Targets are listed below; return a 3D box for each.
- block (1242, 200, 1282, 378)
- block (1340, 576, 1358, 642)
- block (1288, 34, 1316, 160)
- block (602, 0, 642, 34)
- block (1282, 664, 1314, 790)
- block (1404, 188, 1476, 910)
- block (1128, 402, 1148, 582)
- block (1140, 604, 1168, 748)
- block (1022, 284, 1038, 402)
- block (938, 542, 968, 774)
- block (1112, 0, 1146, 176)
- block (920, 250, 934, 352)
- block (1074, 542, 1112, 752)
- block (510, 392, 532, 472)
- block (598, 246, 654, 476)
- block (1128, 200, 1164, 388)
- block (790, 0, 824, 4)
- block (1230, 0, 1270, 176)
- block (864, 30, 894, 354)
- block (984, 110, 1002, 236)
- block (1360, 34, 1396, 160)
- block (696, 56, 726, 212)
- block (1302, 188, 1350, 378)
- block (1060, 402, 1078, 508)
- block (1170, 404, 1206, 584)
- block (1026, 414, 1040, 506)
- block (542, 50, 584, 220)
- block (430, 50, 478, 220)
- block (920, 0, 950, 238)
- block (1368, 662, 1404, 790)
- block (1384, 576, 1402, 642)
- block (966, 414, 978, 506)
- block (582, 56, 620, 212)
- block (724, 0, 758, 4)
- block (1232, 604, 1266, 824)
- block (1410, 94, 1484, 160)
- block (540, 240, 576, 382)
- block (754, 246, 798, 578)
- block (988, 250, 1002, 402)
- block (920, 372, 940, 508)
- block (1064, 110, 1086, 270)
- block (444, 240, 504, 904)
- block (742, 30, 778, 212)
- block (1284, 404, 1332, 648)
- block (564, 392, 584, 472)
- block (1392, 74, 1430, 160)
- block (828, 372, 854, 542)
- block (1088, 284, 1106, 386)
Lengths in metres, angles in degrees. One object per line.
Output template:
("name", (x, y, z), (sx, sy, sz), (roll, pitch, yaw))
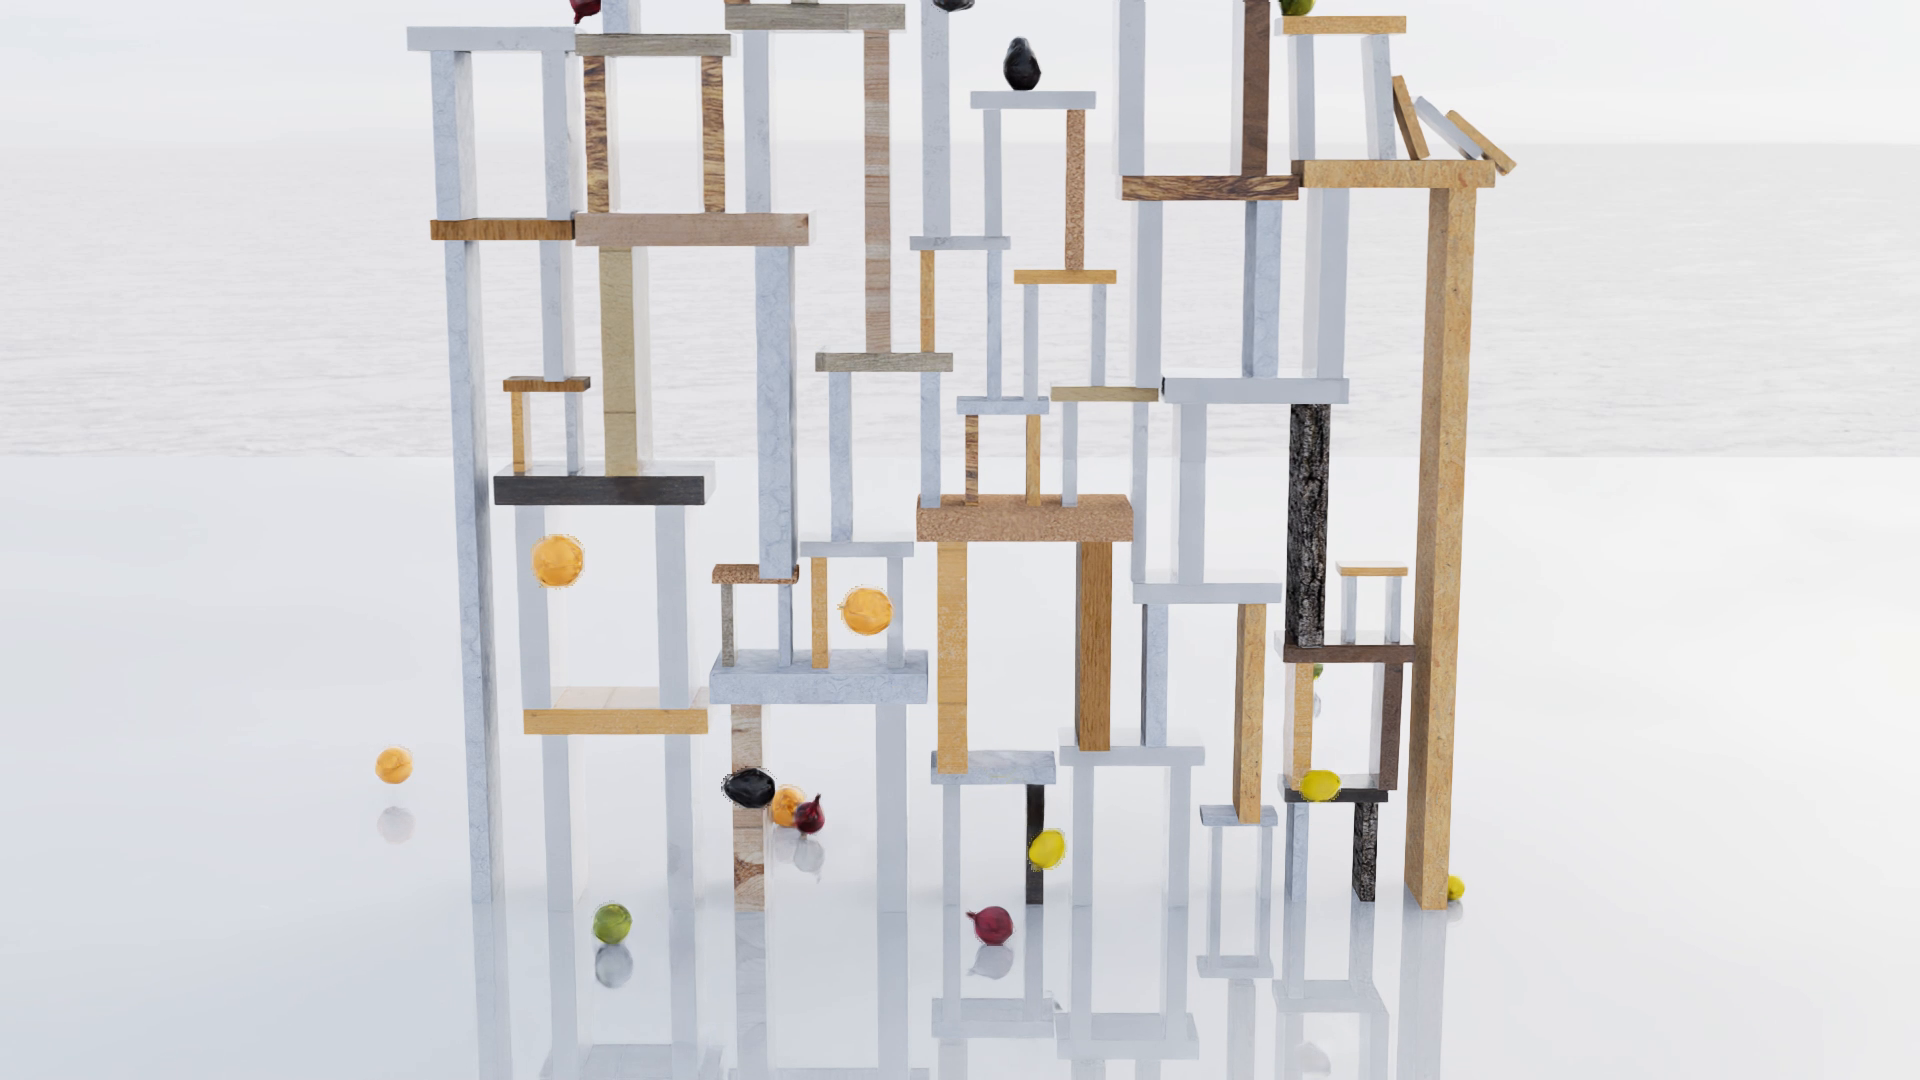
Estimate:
("block", (0.478, -0.402, 3.488), (0.039, 0.274, 0.137), (0, 11, 0))
("block", (0.632, 0.107, 3.576), (0.015, 0.108, 0.054), (-1, 11, 0))
("block", (0.533, -0.691, 3.436), (0.027, 0.190, 0.095), (-3, 11, 1))
("block", (-0.524, -0.944, 3.382), (0.040, 0.327, 0.141), (0, 11, -1))
("block", (0.556, 0.294, 3.618), (0.030, 0.213, 0.107), (0, 10, 0))
("block", (0.774, 0.018, 3.559), (0.042, 1.165, 0.147), (0, 11, 0))
("block", (0.287, -0.084, 3.539), (0.024, 0.289, 0.085), (0, 11, 1))
("block", (0.318, 0.208, 3.594), (0.034, 0.238, 0.119), (0, 11, 0))
("block", (0.112, -0.318, 3.503), (0.023, 0.185, 0.080), (0, 11, 0))
("block", (-0.012, 0.174, 3.591), (0.049, 0.380, 0.171), (0, 11, 0))
("block", (0.262, -0.712, 3.426), (0.040, 0.282, 0.141), (0, 11, 0))
("block", (-0.051, -0.383, 3.492), (0.022, 0.158, 0.079), (0, 11, 0))
("block", (0.217, 0.156, 3.589), (0.049, 0.343, 0.171), (0, 11, 0))
("block", (-0.702, -0.178, 3.524), (0.018, 0.128, 0.064), (0, 11, 0))
("block", (-0.531, -0.292, 3.508), (0.051, 0.359, 0.180), (0, 11, 0))
("block", (0.295, -0.394, 3.489), (0.039, 0.290, 0.137), (0, 11, 0))
("block", (-0.234, -0.976, 3.378), (0.043, 0.302, 0.151), (1, 11, 0))
("block", (0.452, -0.712, 3.426), (0.040, 0.282, 0.141), (0, 11, 0))
("block", (-0.128, -0.547, 3.463), (0.039, 0.493, 0.138), (0, 11, 0))
("block", (0.051, -0.577, 3.448), (0.027, 0.194, 0.097), (-1, 11, 1))
("block", (0.654, -0.691, 3.436), (0.027, 0.190, 0.095), (-6, 11, 1))
("block", (-0.391, -0.635, 3.446), (0.034, 0.237, 0.118), (-2, 11, -11))
("block", (0.578, -0.410, 3.479), (0.042, 0.293, 0.147), (0, 11, 0))
("block", (0.175, -0.144, 3.531), (0.024, 0.169, 0.085), (0, 11, 0))
("block", (0.367, -0.085, 3.542), (0.041, 0.289, 0.144), (0, 11, 0))
("block", (0.117, -0.133, 3.533), (0.021, 0.148, 0.074), (0, 11, 0))
("block", (-0.622, -0.633, 3.446), (0.036, 0.257, 0.128), (0, 11, 0))
("block", (-0.791, -0.632, 3.443), (0.036, 0.257, 0.128), (0, 11, 0))
("block", (-0.038, -0.803, 3.409), (0.043, 0.654, 0.151), (0, 11, 0))
("block", (0.700, 0.294, 3.617), (0.030, 0.213, 0.107), (1, 10, 1))
("block", (0.704, 0.107, 3.575), (0.015, 0.108, 0.054), (0, 10, 0))
("block", (0.019, -0.133, 3.533), (0.021, 0.148, 0.074), (0, 11, 0))
("block", (-0.559, -0.634, 3.440), (0.034, 0.237, 0.118), (0, 11, 0))
("block", (-0.337, -0.966, 3.379), (0.040, 0.283, 0.141), (0, 11, 0))
("block", (0.474, 0.271, 3.610), (0.034, 0.367, 0.119), (0, 11, 1))
("block", (0.756, -0.644, 3.437), (0.132, 0.019, 0.066), (40, 8, -7))
("block", (-0.639, -0.368, 3.495), (0.031, 0.220, 0.110), (0, 11, 0))
("block", (-0.292, -0.212, 3.523), (0.051, 0.522, 0.180), (0, 11, -1))
("block", (0.055, -0.344, 3.500), (0.022, 0.238, 0.079), (0, 11, 0))
("block", (-0.047, -0.167, 3.529), (0.031, 0.217, 0.108), (0, 11, 0))
("block", (0.181, -0.550, 3.452), (0.027, 0.246, 0.097), (0, 11, 1))
("block", (-0.787, 0.056, 3.575), (0.031, 1.084, 0.110), (0, 11, 0))
("block", (-0.312, -0.654, 3.442), (0.039, 0.275, 0.138), (0, 11, 0))
("block", (0.561, -0.033, 3.553), (0.041, 0.393, 0.144), (0, 10, 0))
("block", (-0.617, -0.177, 3.523), (0.018, 0.128, 0.064), (0, 11, 0))
("block", (0.697, -0.660, 3.435), (0.019, 0.132, 0.066), (-21, 10, 4))
("block", (-0.191, -0.140, 3.534), (0.031, 0.272, 0.108), (0, 11, 0))
("block", (0.218, -0.329, 3.498), (0.023, 0.160, 0.080), (0, 11, 0))
